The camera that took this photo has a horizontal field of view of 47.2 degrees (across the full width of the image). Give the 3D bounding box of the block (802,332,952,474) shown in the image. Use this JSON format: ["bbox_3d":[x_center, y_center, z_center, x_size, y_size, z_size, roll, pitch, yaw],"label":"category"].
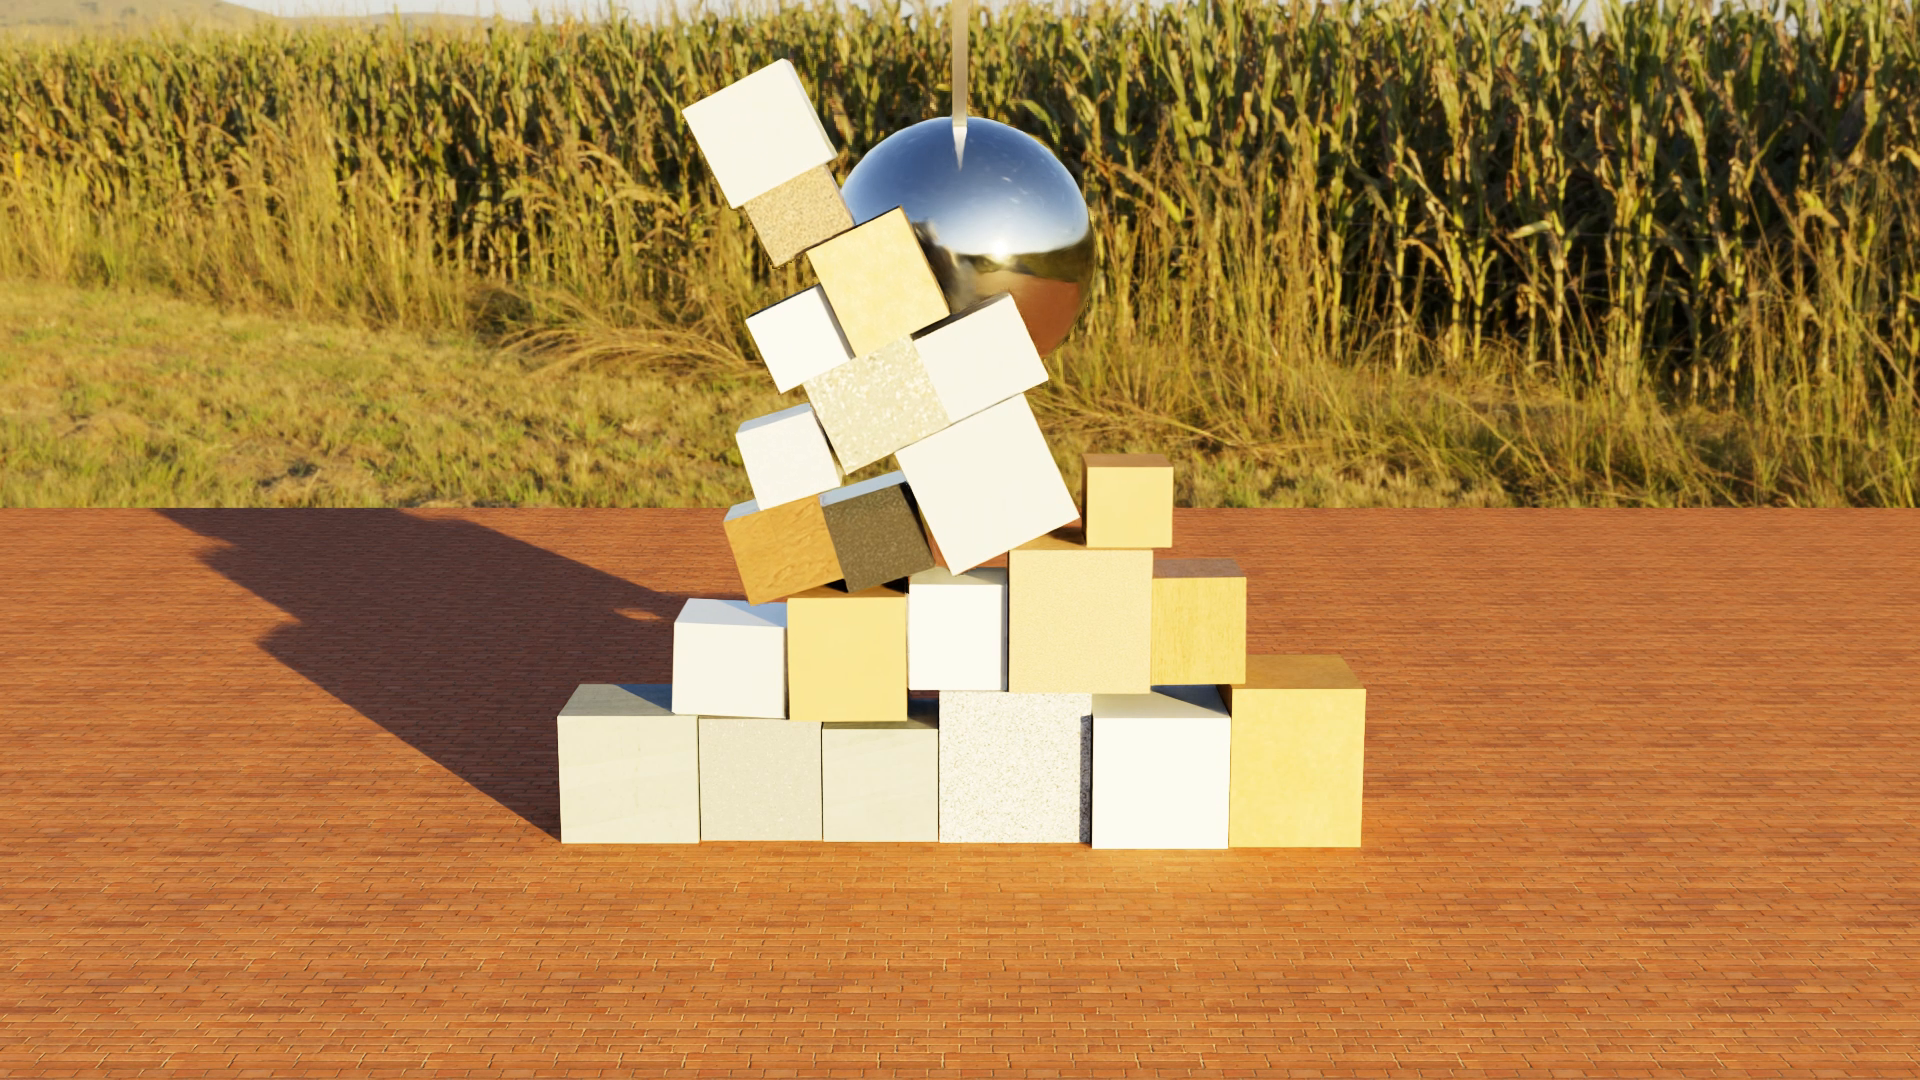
[{"bbox_3d":[-0.410,-0.714,11.062,0.575,0.497,0.553,-25,9,3],"label":"block"}]

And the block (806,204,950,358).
[{"bbox_3d":[-0.399,-1.292,10.926,0.497,0.568,0.584,-25,9,4],"label":"block"}]

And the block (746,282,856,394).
[{"bbox_3d":[-0.780,-1.021,10.965,0.410,0.394,0.431,-25,9,4],"label":"block"}]

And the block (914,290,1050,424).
[{"bbox_3d":[0.101,-0.924,11.027,0.530,0.450,0.494,-25,9,3],"label":"block"}]

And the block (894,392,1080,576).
[{"bbox_3d":[0.132,-0.325,11.137,0.693,0.679,0.628,-25,9,4],"label":"block"}]

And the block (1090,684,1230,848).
[{"bbox_3d":[1.006,1.147,11.375,0.680,0.672,0.794,0,10,0],"label":"block"}]

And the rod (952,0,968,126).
[{"bbox_3d":[0.000,-4.617,11.255,0.080,5.200,0.080,0,31,0],"label":"rod"}]

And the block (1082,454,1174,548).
[{"bbox_3d":[0.842,-0.205,11.157,0.421,0.401,0.488,0,10,0],"label":"block"}]

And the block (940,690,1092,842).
[{"bbox_3d":[0.278,1.089,11.392,0.759,0.781,0.655,0,10,0],"label":"block"}]

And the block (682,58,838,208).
[{"bbox_3d":[-0.973,-1.997,10.821,0.543,0.522,0.531,-26,9,5],"label":"block"}]

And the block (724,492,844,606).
[{"bbox_3d":[-0.882,0.008,11.183,0.487,0.447,0.472,-17,10,2],"label":"block"}]

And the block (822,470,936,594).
[{"bbox_3d":[-0.407,-0.054,11.181,0.457,0.459,0.455,-17,10,2],"label":"block"}]

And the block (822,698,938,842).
[{"bbox_3d":[-0.402,1.186,11.407,0.579,0.586,0.616,0,10,0],"label":"block"}]

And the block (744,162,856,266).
[{"bbox_3d":[-0.786,-1.611,10.878,0.432,0.343,0.380,-26,9,4],"label":"block"}]

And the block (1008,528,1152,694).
[{"bbox_3d":[0.599,0.350,11.248,0.703,0.725,0.663,0,10,0],"label":"block"}]

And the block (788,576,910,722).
[{"bbox_3d":[-0.562,0.540,11.272,0.585,0.629,0.639,0,10,0],"label":"block"}]

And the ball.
[{"bbox_3d":[0.000,-1.688,12.982,1.600,1.600,1.600,0,10,0],"label":"ball"}]

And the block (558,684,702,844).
[{"bbox_3d":[-1.669,1.149,11.397,0.692,0.662,0.664,0,10,0],"label":"block"}]

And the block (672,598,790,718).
[{"bbox_3d":[-1.151,0.602,11.305,0.568,0.466,0.592,3,10,-1],"label":"block"}]

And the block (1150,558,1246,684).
[{"bbox_3d":[1.191,0.410,11.241,0.473,0.542,0.516,-1,10,0],"label":"block"}]

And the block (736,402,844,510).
[{"bbox_3d":[-0.855,-0.436,11.105,0.418,0.398,0.467,-17,10,2],"label":"block"}]

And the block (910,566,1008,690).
[{"bbox_3d":[-0.005,0.446,11.243,0.490,0.536,0.475,0,10,0],"label":"block"}]

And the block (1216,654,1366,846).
[{"bbox_3d":[1.685,1.076,11.365,0.660,0.817,0.751,0,10,0],"label":"block"}]

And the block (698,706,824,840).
[{"bbox_3d":[-1.008,1.163,11.392,0.612,0.635,0.564,0,10,0],"label":"block"}]
